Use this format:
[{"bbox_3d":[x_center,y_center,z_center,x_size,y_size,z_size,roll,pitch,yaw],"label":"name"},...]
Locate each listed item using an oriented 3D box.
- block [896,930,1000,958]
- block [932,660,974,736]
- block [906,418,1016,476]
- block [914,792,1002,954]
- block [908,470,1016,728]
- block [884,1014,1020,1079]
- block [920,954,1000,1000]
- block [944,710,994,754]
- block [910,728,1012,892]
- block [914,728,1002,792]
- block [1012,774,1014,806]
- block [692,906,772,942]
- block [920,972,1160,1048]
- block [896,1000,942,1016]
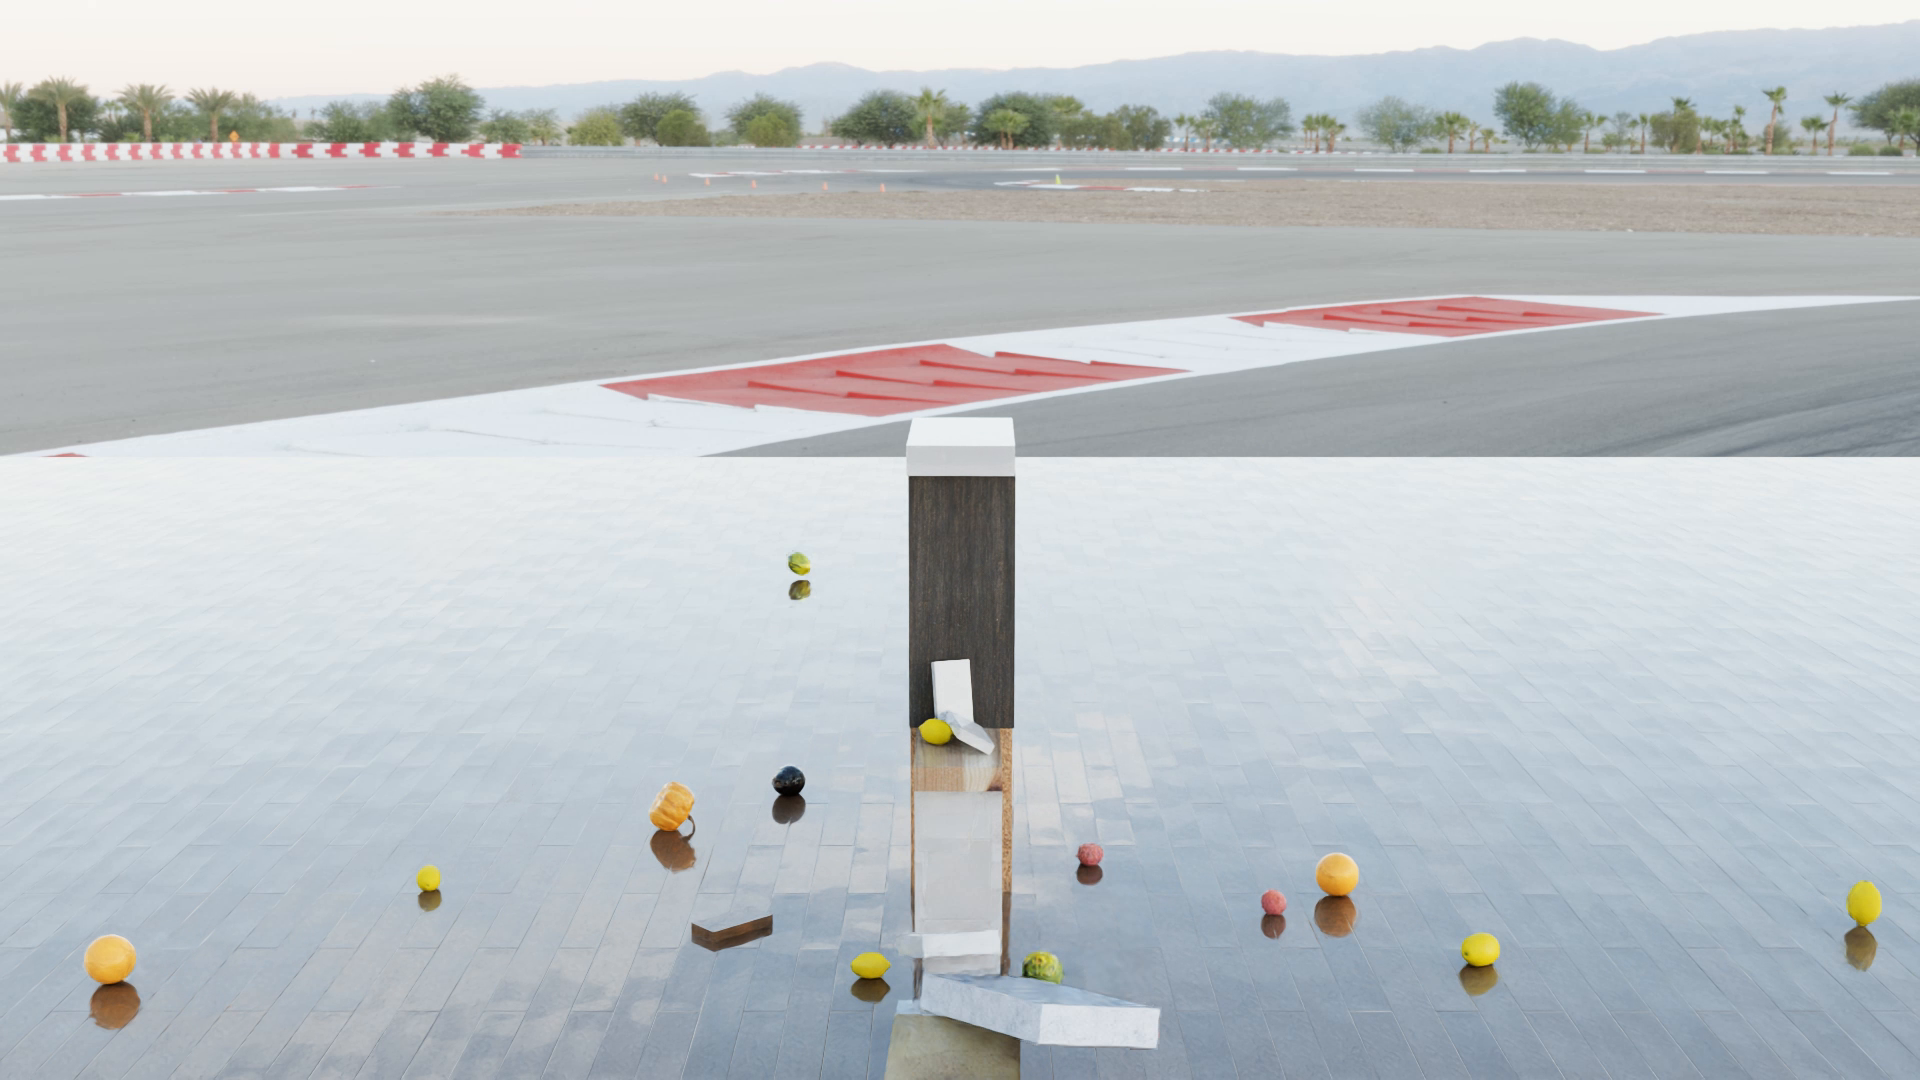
[{"bbox_3d":[-0.018,0.562,3.057,0.105,0.030,0.210,-1,-10,-12],"label":"block"},{"bbox_3d":[-0.012,0.250,3.499,0.059,0.117,0.017,-3,-2,-17],"label":"block"},{"bbox_3d":[0.003,-0.154,3.592,0.169,0.048,0.338,0,11,1],"label":"block"},{"bbox_3d":[-0.003,0.504,3.397,0.134,0.268,0.038,0,10,0],"label":"block"},{"bbox_3d":[0.004,0.094,3.525,0.169,0.415,0.048,0,11,1],"label":"block"},{"bbox_3d":[-0.010,0.684,2.750,0.167,0.047,0.334,3,10,1],"label":"block"},{"bbox_3d":[-0.001,0.622,3.091,0.105,0.030,0.210,-3,-24,-3],"label":"block"},{"bbox_3d":[0.015,0.300,3.434,0.058,0.017,0.117,29,4,-14],"label":"block"},{"bbox_3d":[0.002,0.419,3.669,0.168,0.336,0.048,0,11,0],"label":"block"},{"bbox_3d":[-0.003,0.337,3.457,0.134,0.038,0.268,0,10,0],"label":"block"},{"bbox_3d":[0.008,0.433,4.386,0.168,0.048,0.495,0,11,-2],"label":"block"},{"bbox_3d":[-0.363,0.612,3.506,0.117,0.017,0.058,-10,14,-42],"label":"block"},{"bbox_3d":[0.097,0.605,2.839,0.167,0.047,0.334,8,-7,-26],"label":"block"},{"bbox_3d":[-0.008,0.708,2.903,0.167,0.047,0.401,0,11,1],"label":"block"}]
